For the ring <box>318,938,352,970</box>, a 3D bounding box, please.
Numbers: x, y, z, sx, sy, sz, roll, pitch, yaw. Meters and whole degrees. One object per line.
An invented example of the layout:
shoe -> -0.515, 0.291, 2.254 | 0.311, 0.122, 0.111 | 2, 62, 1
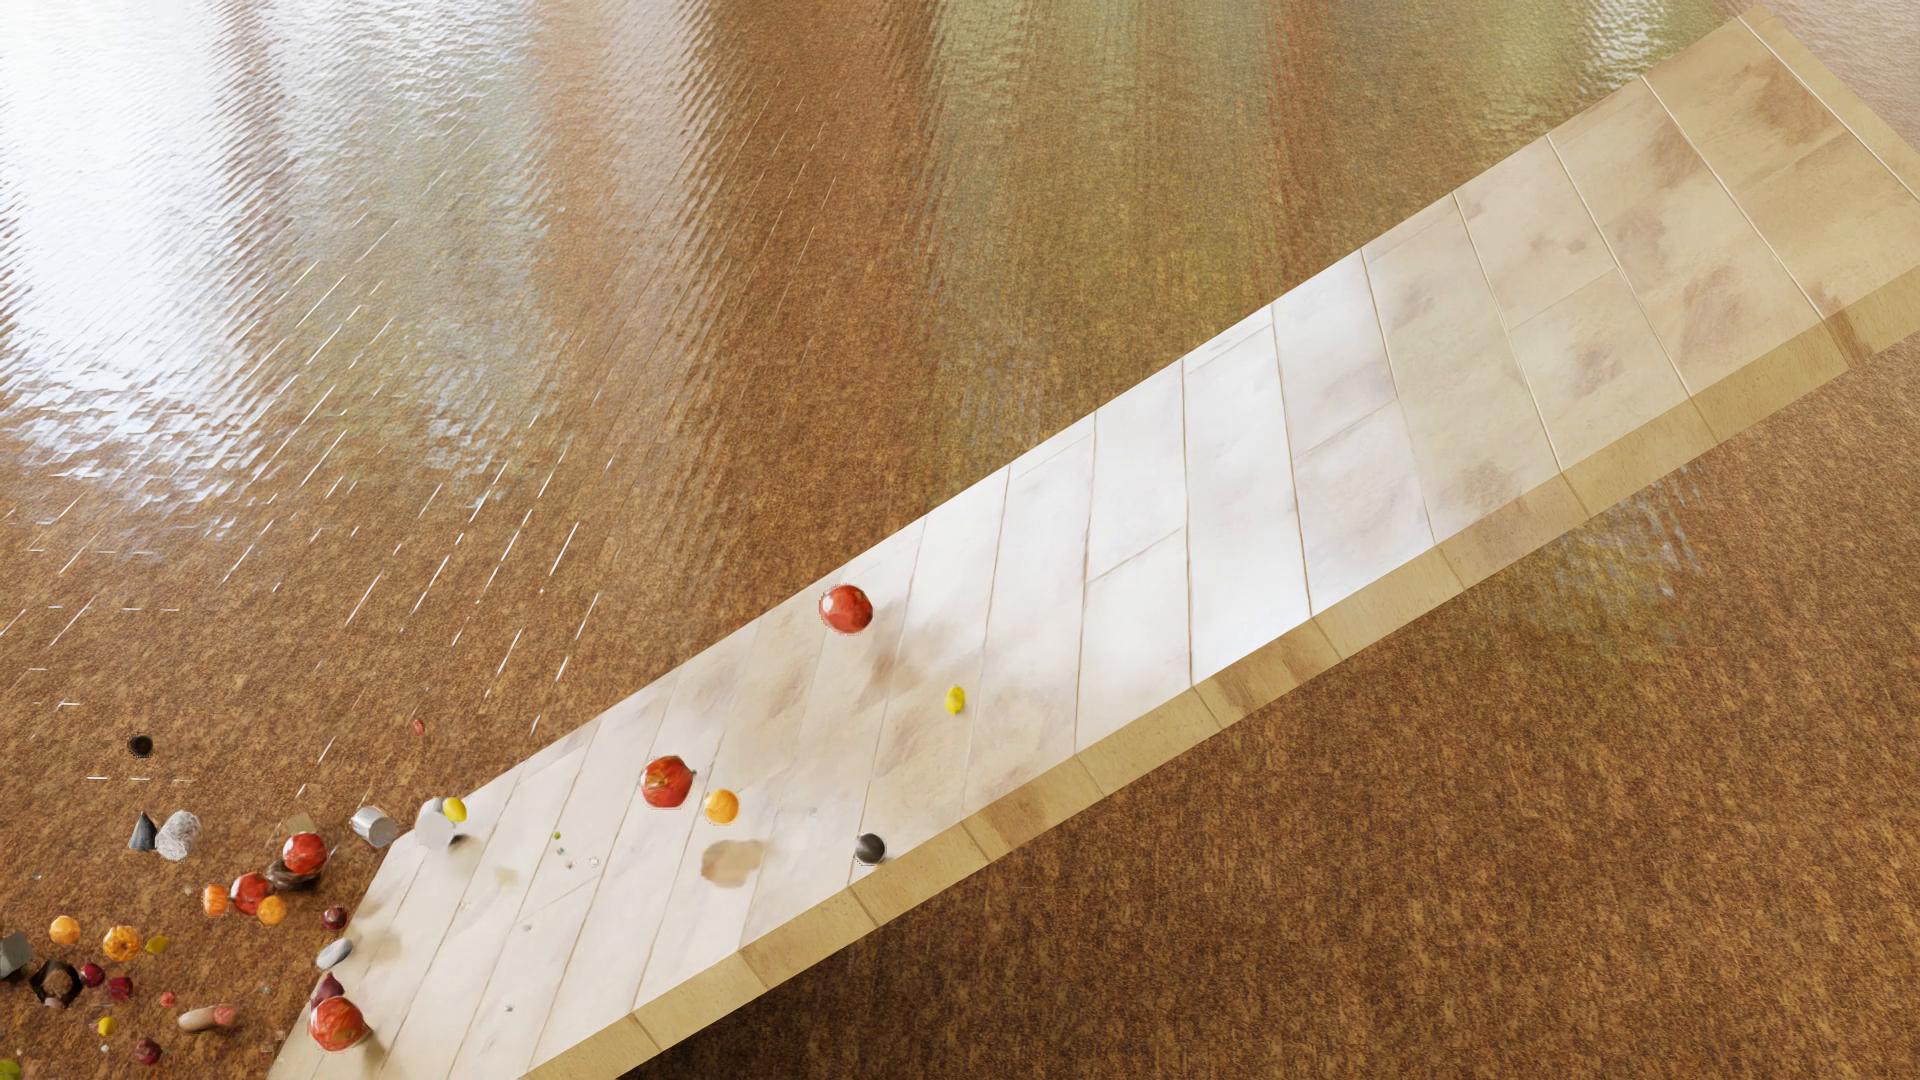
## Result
ring -> -1.503, 0.994, 7.070 | 0.096, 0.032, 0.096 | -32, 15, 10

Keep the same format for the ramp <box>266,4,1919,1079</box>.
ramp -> 0.138, 0.172, 6.299 | 4.000, 0.100, 2.000 | -31, 16, 14

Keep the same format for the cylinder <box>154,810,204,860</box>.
cylinder -> -2.060, 0.779, 7.755 | 0.094, 0.094, 0.094 | 6, 36, 16

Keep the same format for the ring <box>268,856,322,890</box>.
ring -> -1.736, 0.867, 7.673 | 0.141, 0.047, 0.141 | -1, 21, 0

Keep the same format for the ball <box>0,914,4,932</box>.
ball -> -2.435, 0.964, 7.380 | 0.072, 0.072, 0.072 | 0, 21, 0

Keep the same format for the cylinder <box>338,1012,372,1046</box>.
cylinder -> -1.318, 1.066, 6.409 | 0.053, 0.053, 0.053 | -35, 15, 11

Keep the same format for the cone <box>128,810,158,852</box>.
cone -> -2.180, 0.766, 7.866 | 0.098, 0.098, 0.098 | 0, 21, 0

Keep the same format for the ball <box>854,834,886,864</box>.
ball -> -0.167, 0.571, 5.442 | 0.056, 0.056, 0.056 | 0, 21, 0

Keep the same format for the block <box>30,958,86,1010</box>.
block -> -2.168, 1.066, 7.062 | 0.077, 0.077, 0.077 | 5, 41, 30

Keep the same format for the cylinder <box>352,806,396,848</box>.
cylinder -> -1.569, 0.767, 7.880 | 0.086, 0.086, 0.086 | -16, 26, -36

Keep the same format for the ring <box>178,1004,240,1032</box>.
ring -> -1.767, 1.125, 6.923 | 0.144, 0.048, 0.144 | -13, -9, -2

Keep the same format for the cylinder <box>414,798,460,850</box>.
cylinder -> -1.308, 0.708, 7.359 | 0.099, 0.099, 0.099 | -1, 16, -1

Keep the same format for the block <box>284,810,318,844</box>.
block -> -1.754, 0.765, 7.822 | 0.064, 0.064, 0.064 | -30, -1, -19

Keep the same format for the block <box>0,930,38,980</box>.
block -> -2.324, 1.017, 7.183 | 0.079, 0.079, 0.079 | -33, 1, 34
